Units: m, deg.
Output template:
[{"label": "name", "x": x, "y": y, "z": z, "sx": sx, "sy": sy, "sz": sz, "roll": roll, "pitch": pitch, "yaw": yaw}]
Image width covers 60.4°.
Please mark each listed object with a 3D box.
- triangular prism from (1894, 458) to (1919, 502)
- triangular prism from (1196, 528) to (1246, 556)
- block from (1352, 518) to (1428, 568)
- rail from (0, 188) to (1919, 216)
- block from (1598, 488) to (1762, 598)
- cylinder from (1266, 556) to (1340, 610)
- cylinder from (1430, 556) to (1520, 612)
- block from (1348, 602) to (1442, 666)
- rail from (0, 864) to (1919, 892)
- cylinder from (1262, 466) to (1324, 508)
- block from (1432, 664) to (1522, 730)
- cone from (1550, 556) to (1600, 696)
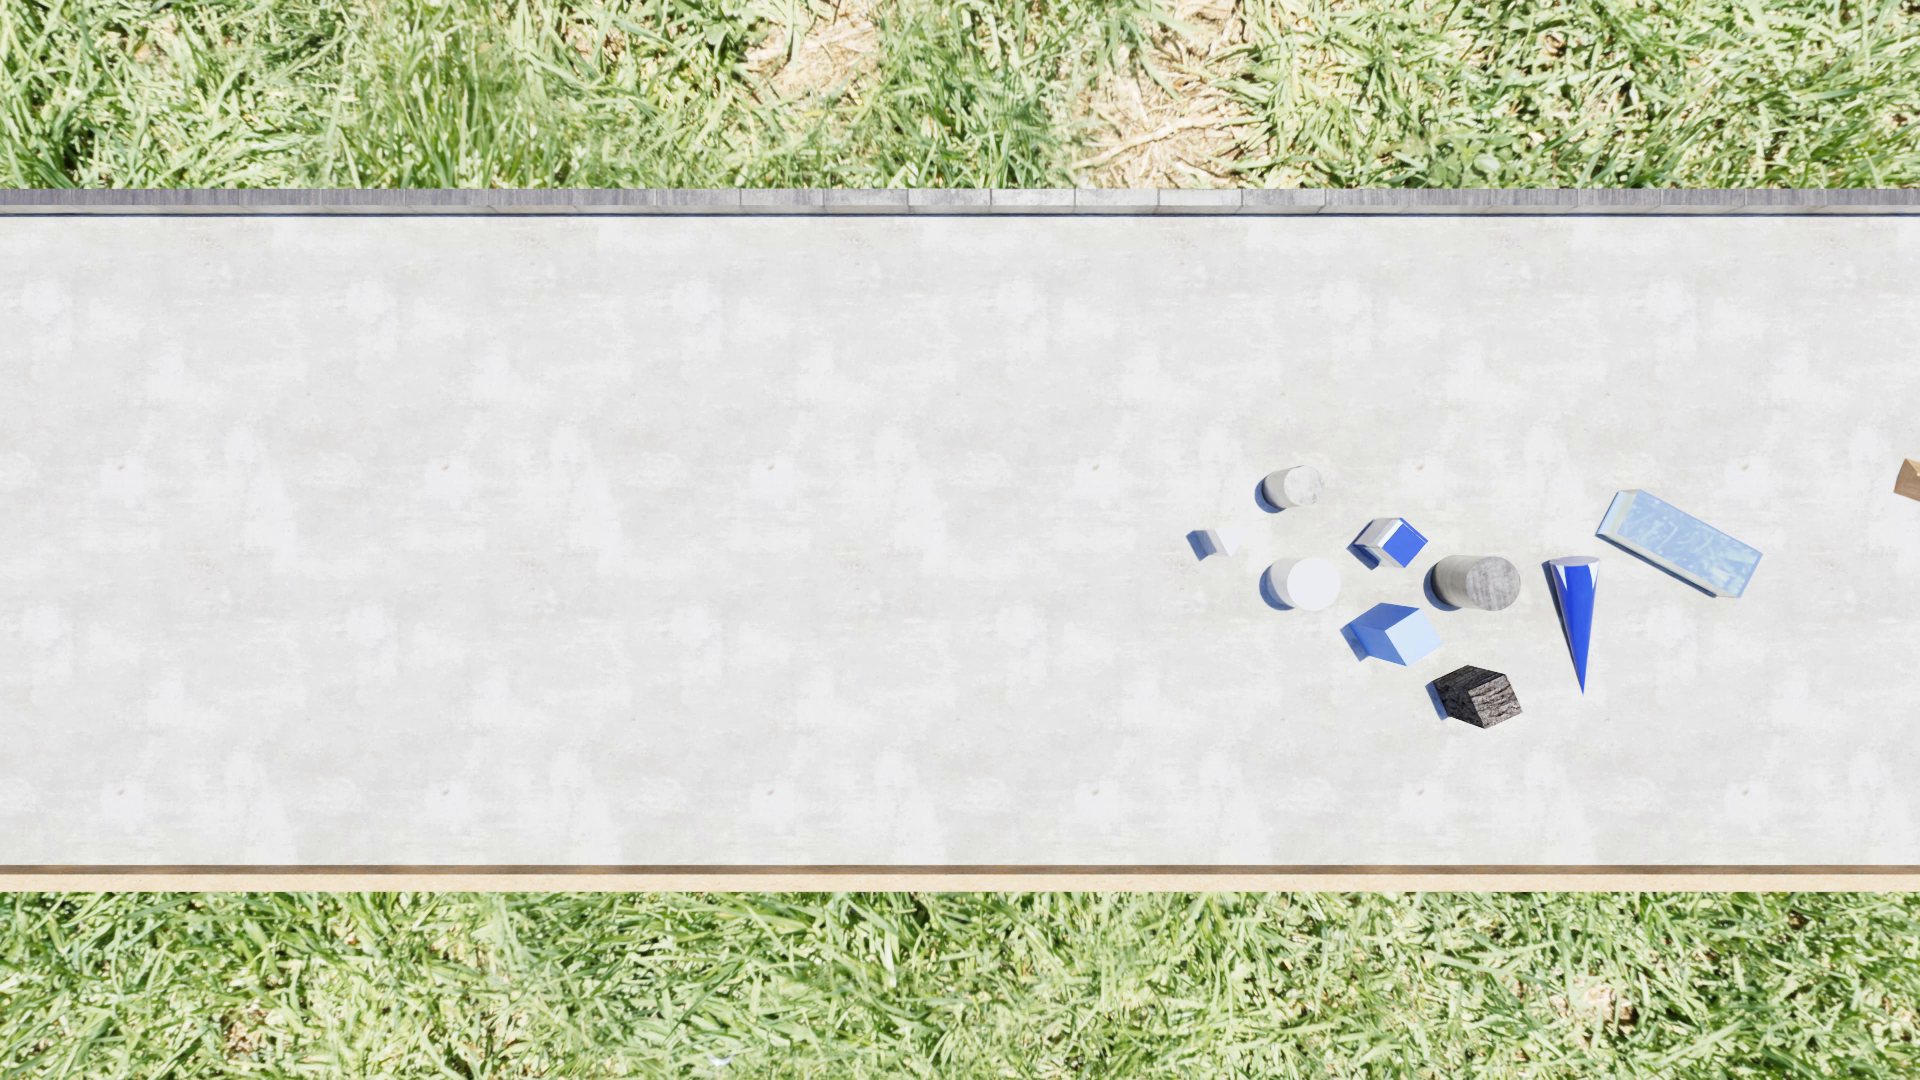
[{"label": "triangular prism", "x": 3.076, "y": -0.136, "z": 5.026, "sx": 0.393, "sy": 0.096, "sz": 0.111, "roll": 19, "pitch": 90, "yaw": 0}, {"label": "triangular prism", "x": 0.755, "y": -0.012, "z": 4.869, "sx": 0.079, "sy": 0.416, "sz": 0.091, "roll": 31, "pitch": 90, "yaw": 0}, {"label": "block", "x": 1.281, "y": 0.008, "z": 4.921, "sx": 0.105, "sy": 0.311, "sz": 0.105, "roll": 41, "pitch": 90, "yaw": 0}, {"label": "rail", "x": -2.247, "y": -1.025, "z": 5.002, "sx": 12.000, "sy": 0.150, "sz": 0.050, "roll": 0, "pitch": 90, "yaw": 0}, {"label": "block", "x": 2.180, "y": 0.010, "z": 5.001, "sx": 0.417, "sy": 0.151, "sz": 0.151, "roll": 28, "pitch": 90, "yaw": 0}, {"label": "cylinder", "x": 1.017, "y": 0.127, "z": 4.910, "sx": 0.153, "sy": 0.332, "sz": 0.153, "roll": 0, "pitch": 90, "yaw": 0}, {"label": "cylinder", "x": 1.527, "y": 0.125, "z": 4.900, "sx": 0.159, "sy": 0.353, "sz": 0.159, "roll": 0, "pitch": 90, "yaw": 0}, {"label": "block", "x": 1.277, "y": 0.274, "z": 4.856, "sx": 0.120, "sy": 0.441, "sz": 0.120, "roll": -32, "pitch": 90, "yaw": 0}, {"label": "rail", "x": -2.247, "y": 1.025, "z": 5.001, "sx": 12.000, "sy": 0.150, "sz": 0.050, "roll": 0, "pitch": 90, "yaw": 0}, {"label": "cylinder", "x": 0.986, "y": -0.156, "z": 4.900, "sx": 0.117, "sy": 0.353, "sz": 0.117, "roll": 0, "pitch": 90, "yaw": 0}, {"label": "block", "x": 1.532, "y": 0.463, "z": 4.896, "sx": 0.120, "sy": 0.361, "sz": 0.120, "roll": -24, "pitch": 90, "yaw": 0}, {"label": "cone", "x": 1.891, "y": 0.274, "z": 5.041, "sx": 0.144, "sy": 0.144, "sz": 0.431, "roll": -7, "pitch": 100, "yaw": 0}]
